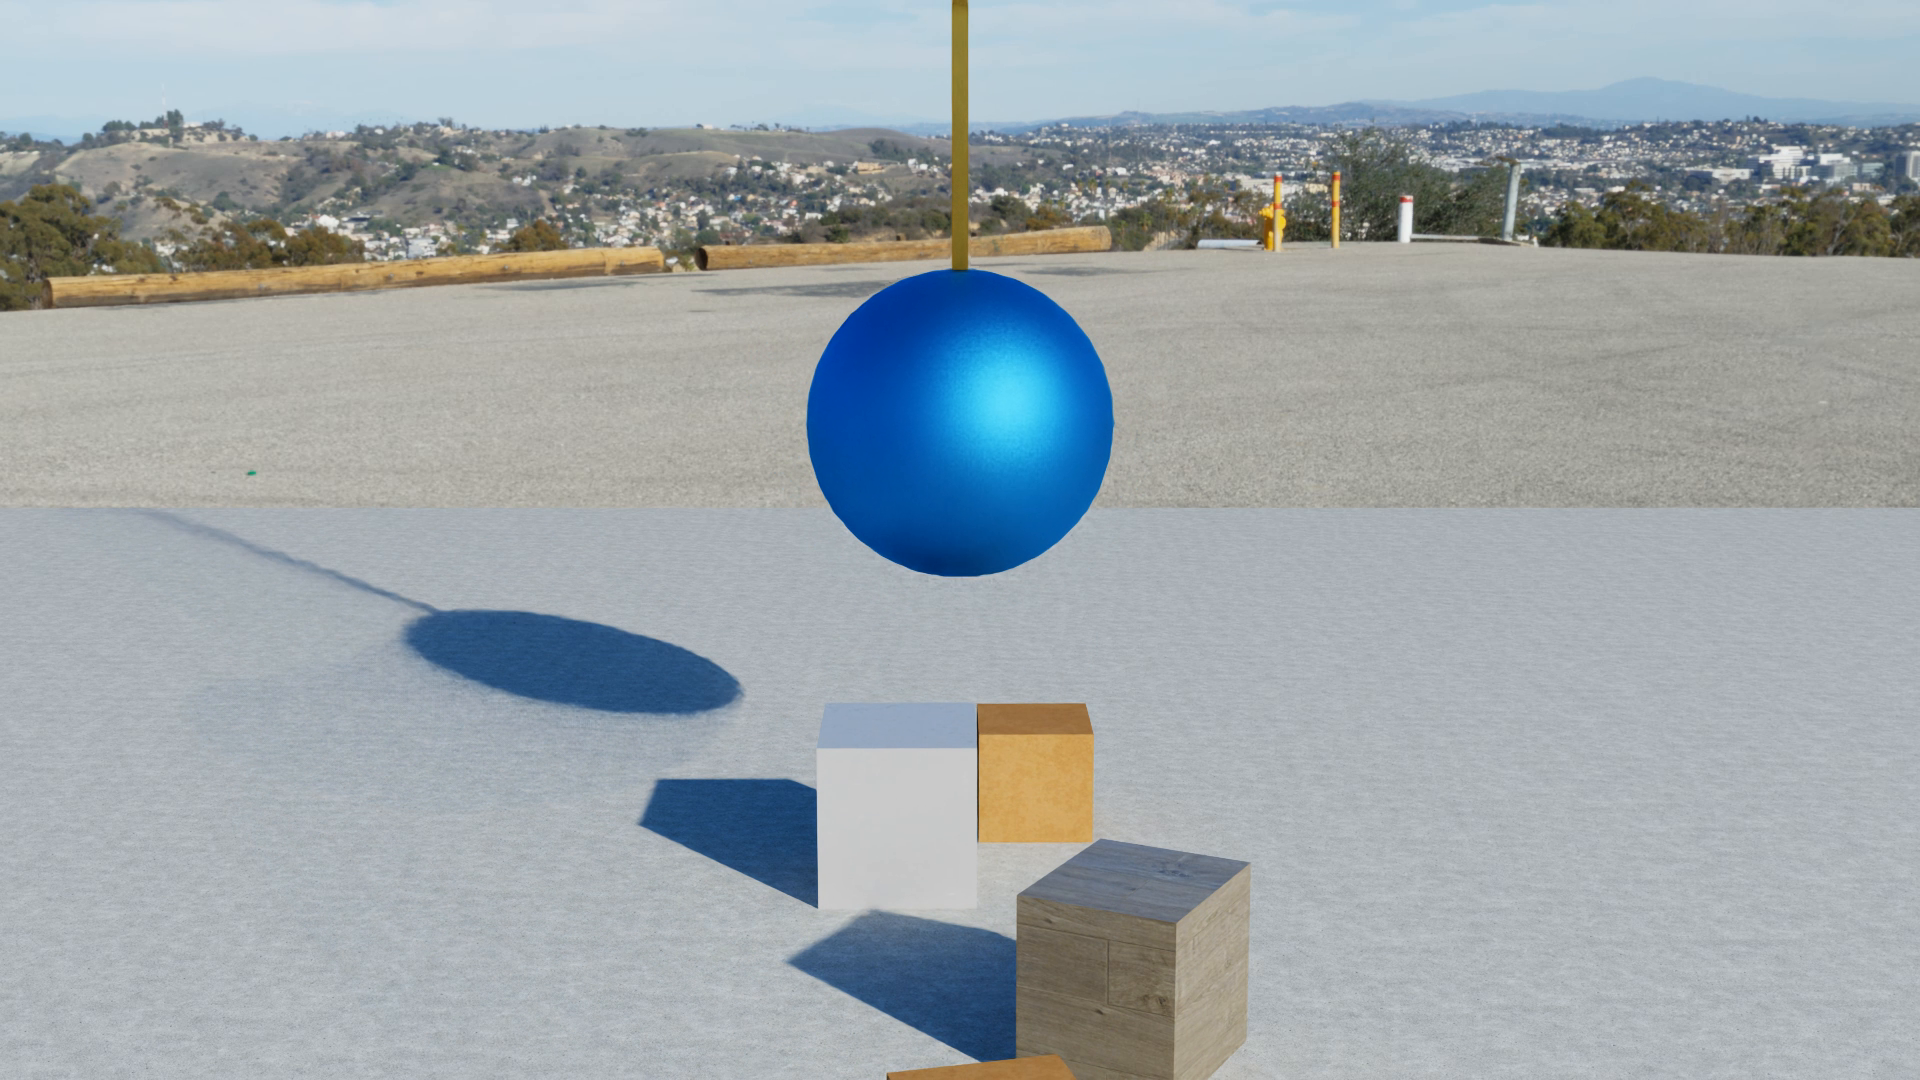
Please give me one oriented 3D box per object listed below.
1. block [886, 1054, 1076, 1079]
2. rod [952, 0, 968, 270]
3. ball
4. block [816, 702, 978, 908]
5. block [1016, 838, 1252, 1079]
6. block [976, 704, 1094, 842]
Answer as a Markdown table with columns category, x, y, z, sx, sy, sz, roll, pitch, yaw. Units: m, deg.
| category | x | y | z | sx | sy | sz | roll | pitch | yaw |
| --- | --- | --- | --- | --- | --- | --- | --- | --- | --- |
| block | 0.111 | 2.021 | 7.054 | 0.585 | 0.500 | 0.534 | -3 | 11 | -15 |
| rod | 0.000 | -3.909 | 10.622 | 0.080 | 5.200 | 0.080 | 0 | 14 | 0 |
| ball | 0.000 | -0.605 | 11.421 | 1.600 | 1.600 | 1.600 | 0 | 10 | 0 |
| block | -0.292 | 1.255 | 10.518 | 0.734 | 0.767 | 0.831 | 0 | 10 | 0 |
| block | 0.672 | 1.650 | 8.442 | 0.641 | 0.734 | 0.761 | 5 | 12 | 27 |
| block | 0.381 | 1.199 | 11.394 | 0.577 | 0.564 | 0.625 | 0 | 10 | -1 |
